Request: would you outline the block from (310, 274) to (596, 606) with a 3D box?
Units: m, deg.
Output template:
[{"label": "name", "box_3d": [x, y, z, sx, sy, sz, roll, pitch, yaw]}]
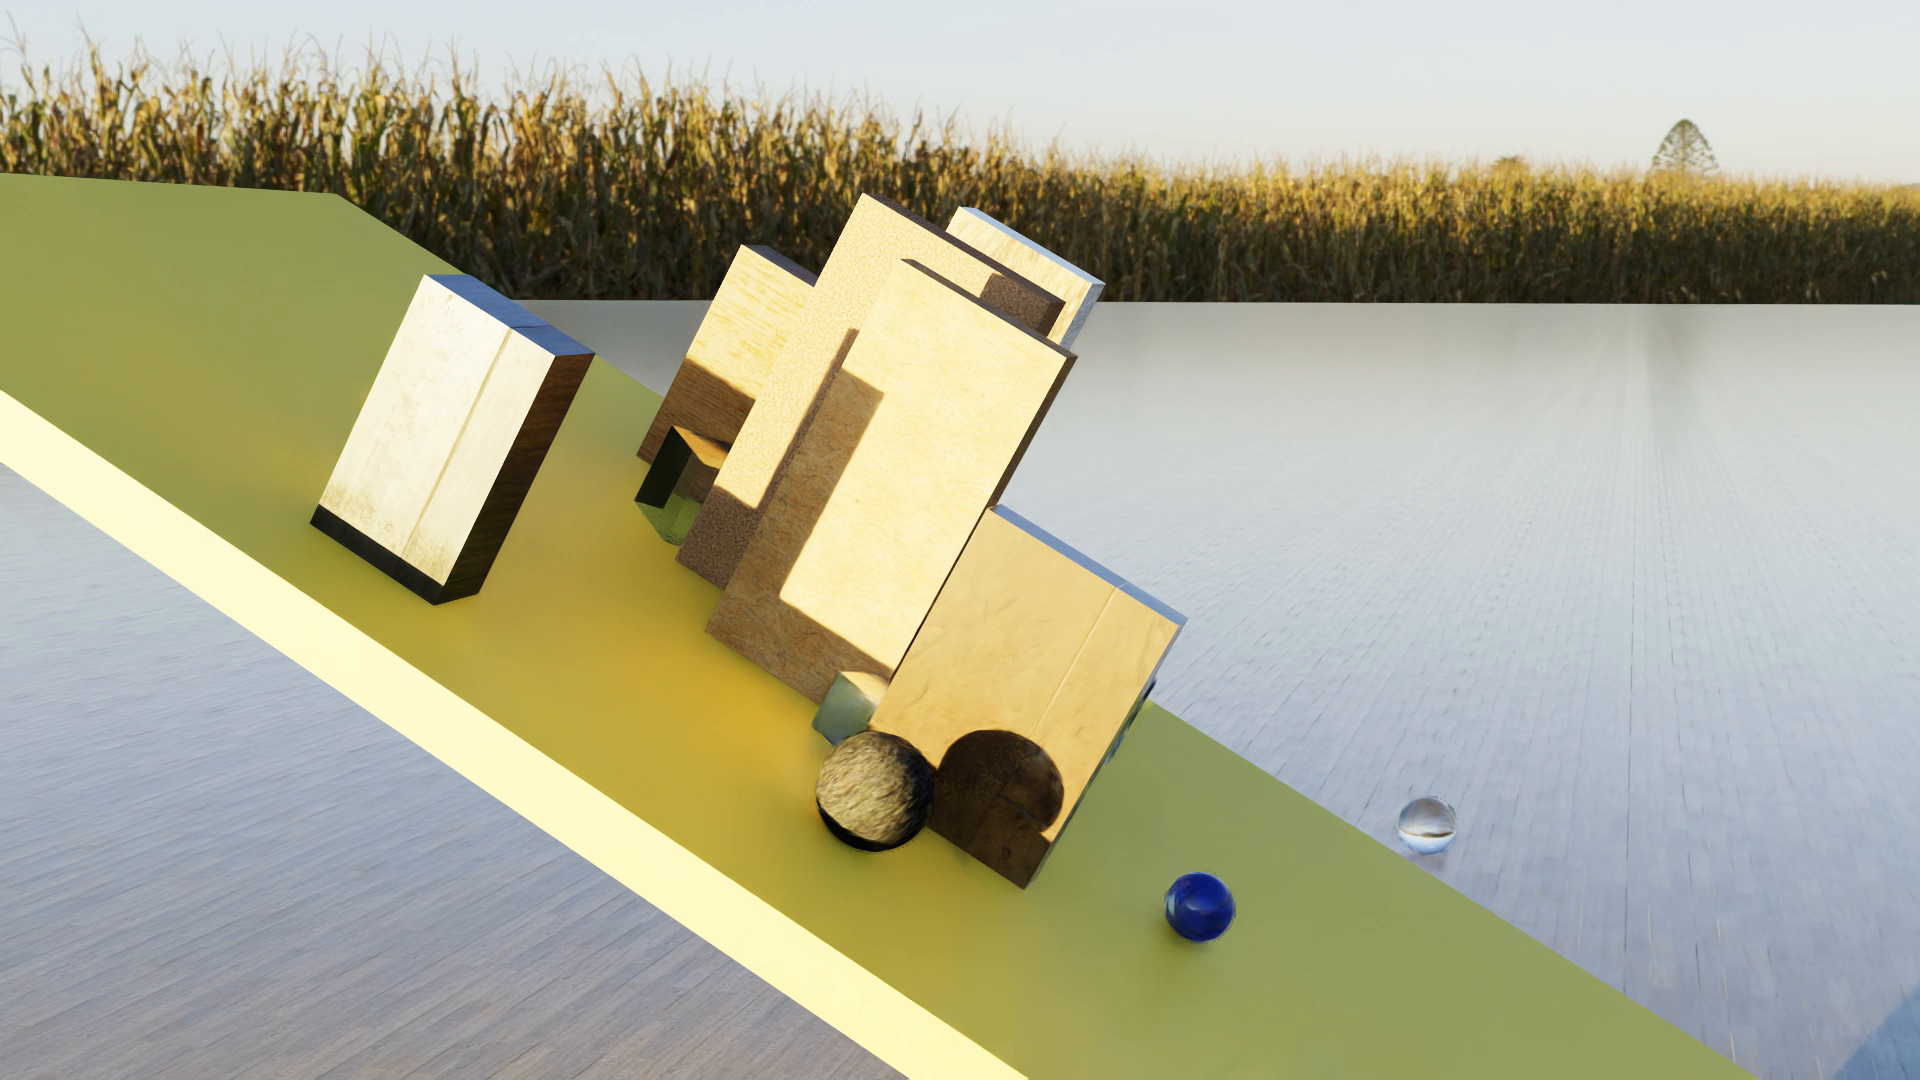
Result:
[{"label": "block", "box_3d": [-0.814, -0.163, 3.526, 0.255, 0.456, 0.140, 32, 15, 11]}]

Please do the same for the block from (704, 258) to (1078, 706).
[{"label": "block", "box_3d": [-0.130, -0.077, 3.896, 0.344, 0.766, 0.085, 32, 15, 11]}]

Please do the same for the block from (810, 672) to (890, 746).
[{"label": "block", "box_3d": [-0.165, 0.308, 3.833, 0.112, 0.112, 0.112, 37, 17, 31]}]

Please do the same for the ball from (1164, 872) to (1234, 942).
[{"label": "ball", "box_3d": [0.413, 0.632, 3.792, 0.120, 0.120, 0.120, 0, 7, 0]}]

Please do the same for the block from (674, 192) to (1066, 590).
[{"label": "block", "box_3d": [-0.177, -0.203, 4.174, 0.411, 0.799, 0.120, 32, 15, 11]}]

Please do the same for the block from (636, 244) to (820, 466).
[{"label": "block", "box_3d": [-0.410, -0.317, 4.704, 0.355, 0.515, 0.138, 32, 15, 11]}]

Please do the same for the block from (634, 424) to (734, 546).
[{"label": "block", "box_3d": [-0.511, -0.092, 4.420, 0.179, 0.179, 0.179, 18, 18, -37]}]

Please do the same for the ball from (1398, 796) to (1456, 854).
[{"label": "ball", "box_3d": [1.492, 0.914, 7.032, 0.184, 0.184, 0.184, 0, 7, 0]}]

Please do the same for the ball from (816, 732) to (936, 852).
[{"label": "ball", "box_3d": [-0.132, 0.394, 3.445, 0.187, 0.187, 0.187, 0, 7, 0]}]

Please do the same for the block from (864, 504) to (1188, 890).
[{"label": "block", "box_3d": [0.087, 0.259, 3.648, 0.365, 0.520, 0.082, 32, 15, 11]}]

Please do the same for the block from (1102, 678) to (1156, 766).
[{"label": "block", "box_3d": [0.243, 0.325, 4.375, 0.194, 0.194, 0.194, 32, 15, 11]}]

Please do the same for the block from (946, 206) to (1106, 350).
[{"label": "block", "box_3d": [-0.019, -0.323, 4.949, 0.345, 0.770, 0.129, 32, 15, 11]}]

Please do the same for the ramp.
[{"label": "ramp", "box_3d": [-0.198, 0.327, 4.135, 4.000, 0.100, 2.000, 32, 15, 11]}]
